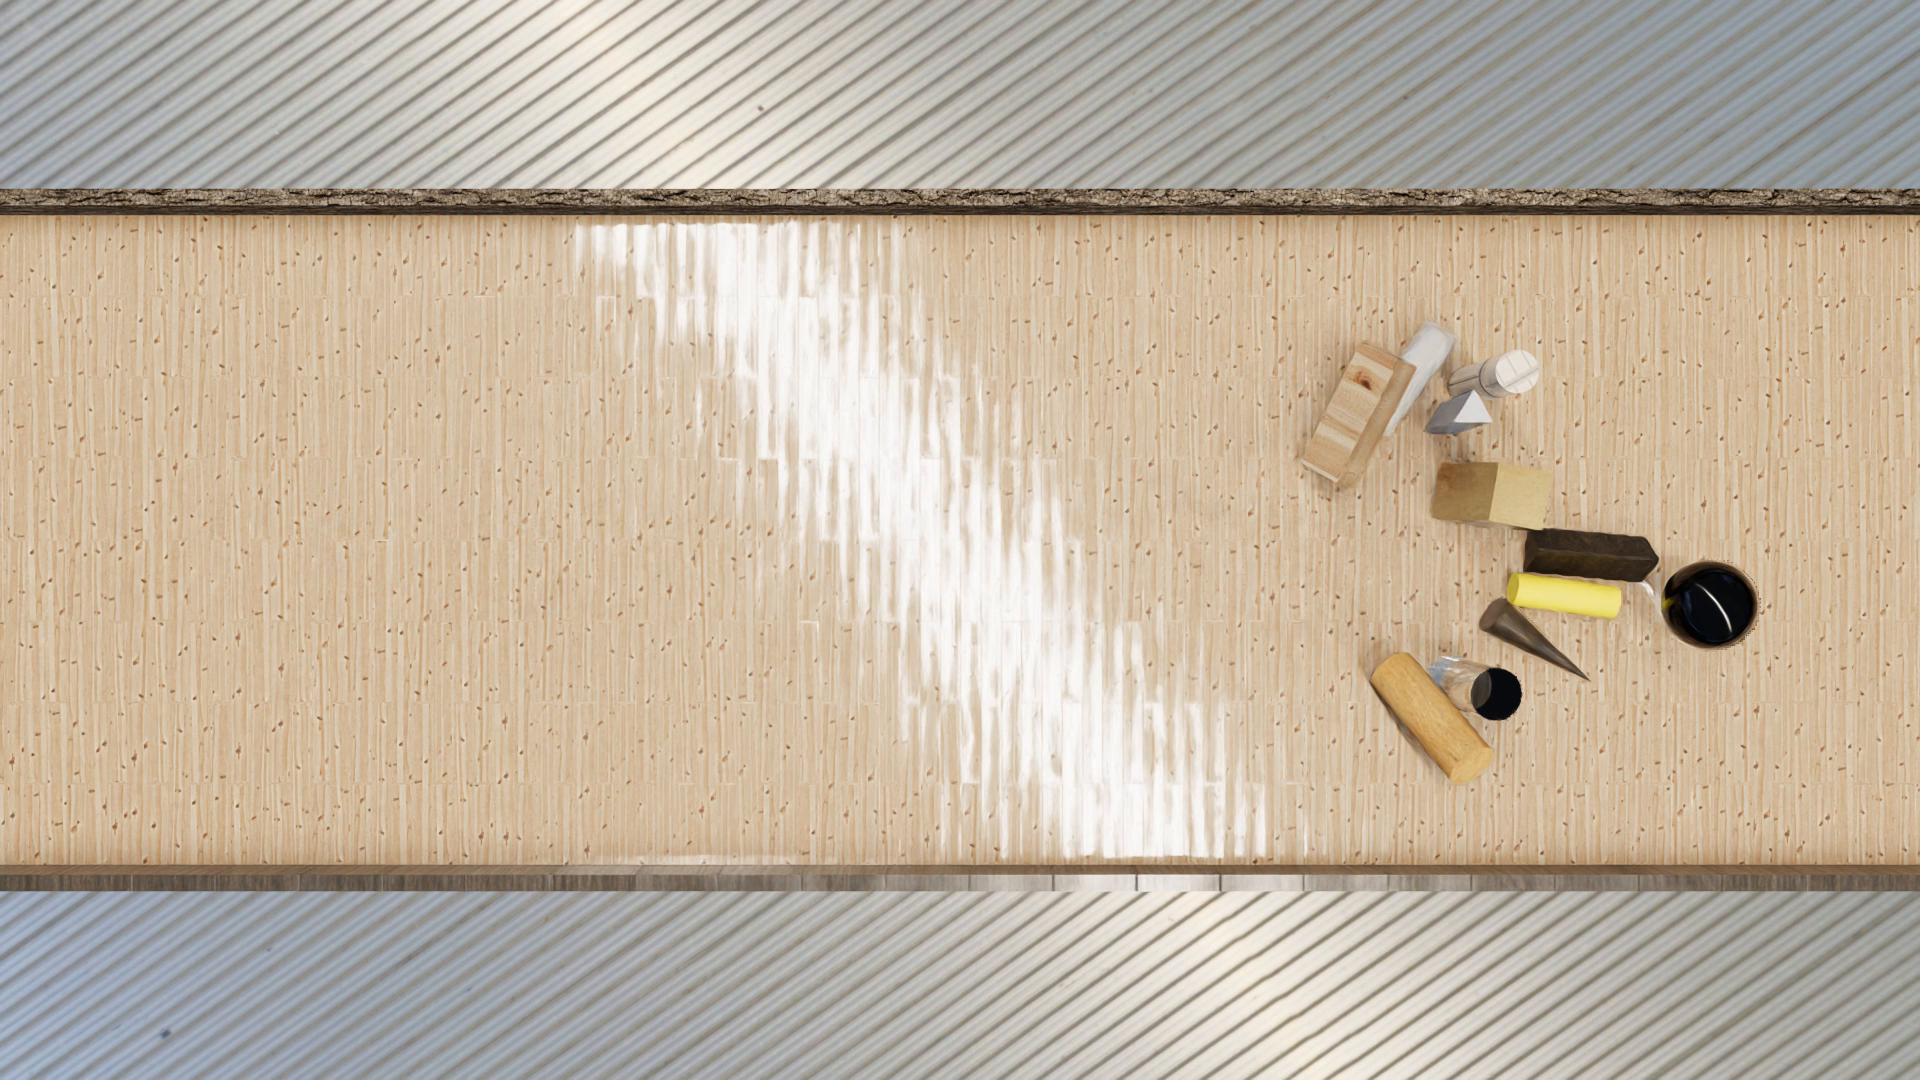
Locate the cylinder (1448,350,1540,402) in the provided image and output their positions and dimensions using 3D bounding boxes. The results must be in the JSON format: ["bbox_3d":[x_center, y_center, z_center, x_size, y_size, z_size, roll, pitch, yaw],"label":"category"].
[{"bbox_3d":[1.562,-0.473,4.849,0.122,0.455,0.122,0,90,0],"label":"cylinder"}]

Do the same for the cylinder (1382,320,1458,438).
[{"bbox_3d":[1.346,-0.484,4.961,0.114,0.114,0.349,32,111,0],"label":"cylinder"}]

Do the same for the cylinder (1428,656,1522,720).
[{"bbox_3d":[1.524,0.438,4.899,0.152,0.343,0.152,0,92,-5],"label":"cylinder"}]

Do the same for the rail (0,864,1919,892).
[{"bbox_3d":[-2.247,1.025,5.001,12.000,0.150,0.050,0,90,0],"label":"rail"}]

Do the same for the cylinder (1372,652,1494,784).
[{"bbox_3d":[1.396,0.524,4.887,0.148,0.148,0.402,-32,48,0],"label":"cylinder"}]

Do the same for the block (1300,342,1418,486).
[{"bbox_3d":[1.189,-0.374,4.920,0.136,0.136,0.398,35,109,34],"label":"block"}]

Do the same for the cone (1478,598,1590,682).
[{"bbox_3d":[1.777,0.331,5.030,0.387,0.122,0.122,34,90,-6],"label":"cone"}]

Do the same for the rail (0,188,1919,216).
[{"bbox_3d":[-2.247,-1.025,5.002,12.000,0.150,0.050,0,90,0],"label":"rail"}]

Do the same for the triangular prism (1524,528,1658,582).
[{"bbox_3d":[1.920,0.045,5.013,0.362,0.120,0.138,5,90,0],"label":"triangular prism"}]

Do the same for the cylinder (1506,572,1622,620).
[{"bbox_3d":[1.839,0.171,5.027,0.312,0.100,0.100,8,90,0],"label":"cylinder"}]

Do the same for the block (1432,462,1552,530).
[{"bbox_3d":[1.574,-0.131,4.896,0.171,0.331,0.171,10,90,-12],"label":"block"}]

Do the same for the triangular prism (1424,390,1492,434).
[{"bbox_3d":[1.476,-0.379,4.896,0.104,0.358,0.090,2,89,2],"label":"triangular prism"}]

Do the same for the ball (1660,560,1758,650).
[{"bbox_3d":[2.179,0.189,4.799,0.260,0.260,0.260,0,90,0],"label":"ball"}]
